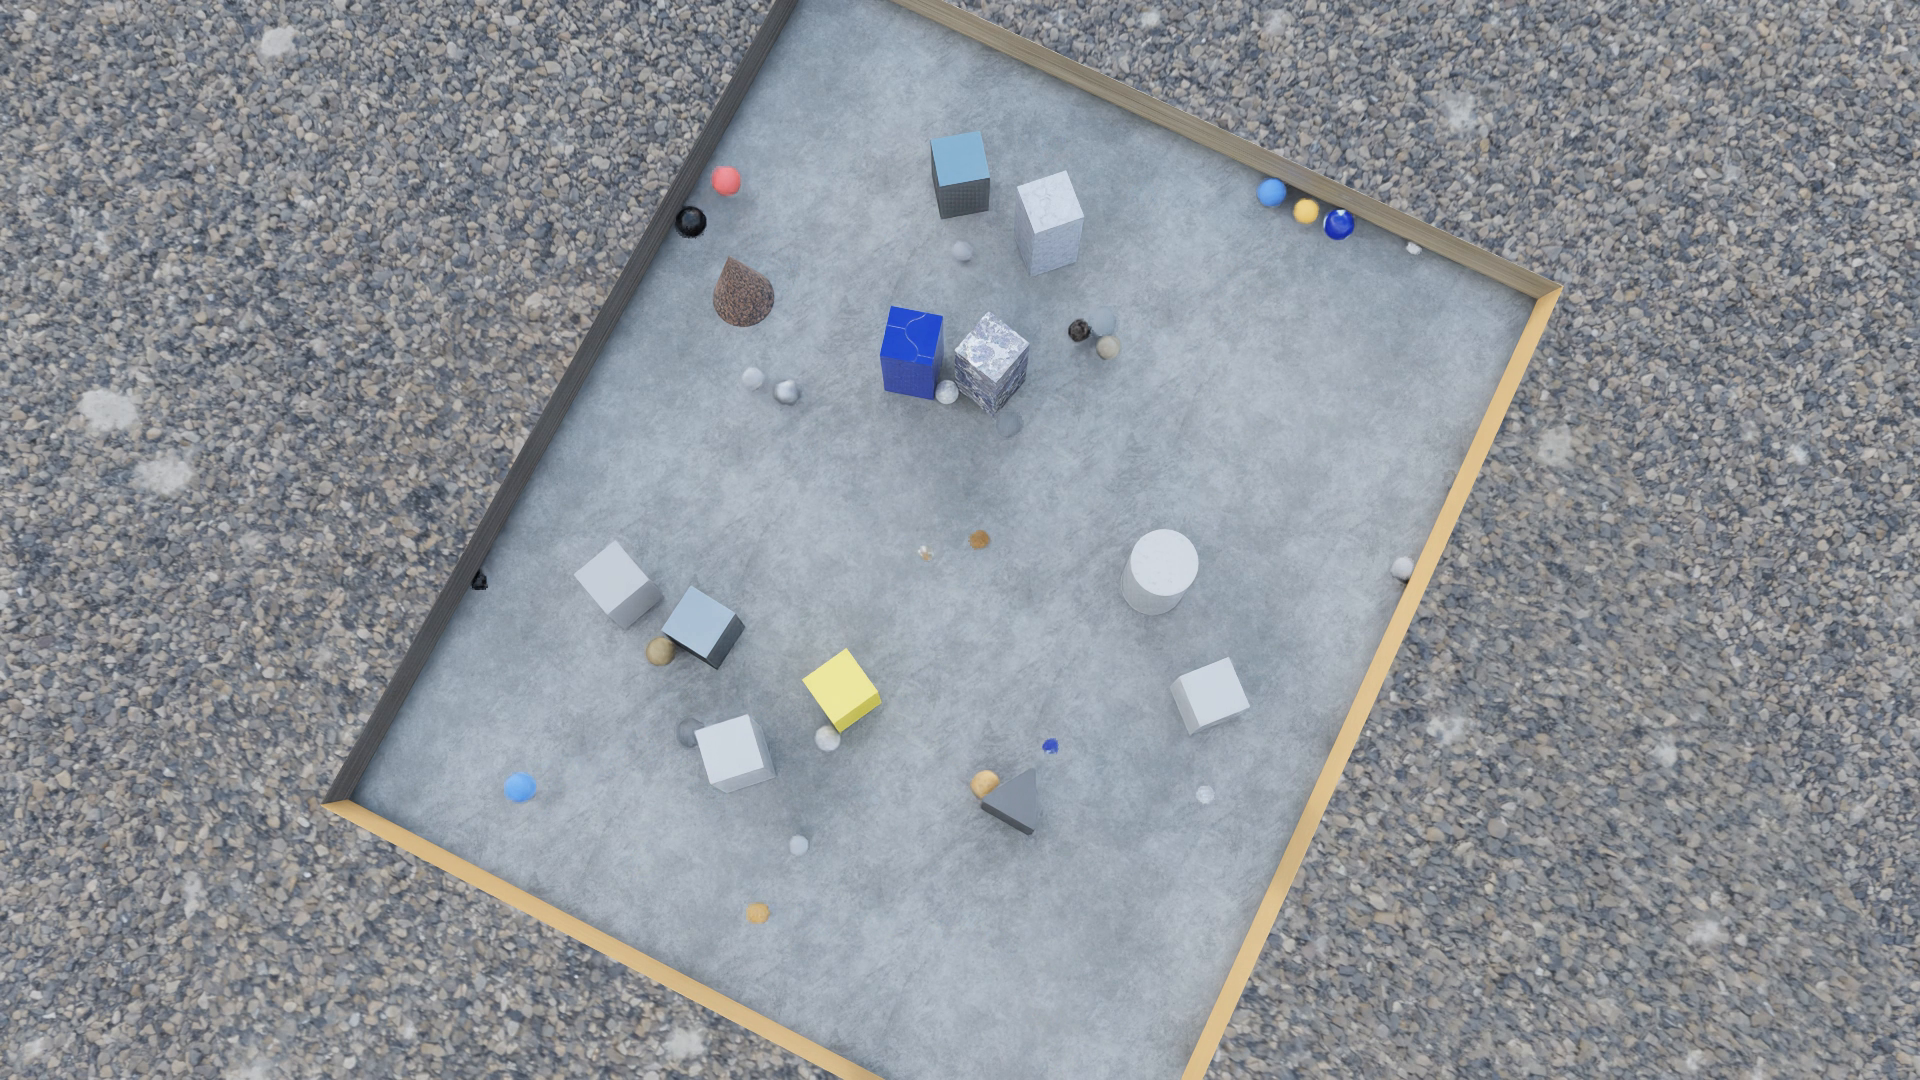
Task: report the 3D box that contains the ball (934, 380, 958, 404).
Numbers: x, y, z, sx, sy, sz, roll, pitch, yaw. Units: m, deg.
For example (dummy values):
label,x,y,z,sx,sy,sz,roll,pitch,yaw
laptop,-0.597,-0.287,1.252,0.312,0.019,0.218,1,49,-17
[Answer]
label,x,y,z,sx,sy,sz,roll,pitch,yaw
ball,-0.041,-0.458,5.673,0.075,0.075,0.075,0,78,0

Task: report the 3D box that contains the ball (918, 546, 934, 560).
label,x,y,z,sx,sy,sz,roll,pitch,yaw
ball,-0.104,0.038,5.586,0.044,0.044,0.044,0,78,0

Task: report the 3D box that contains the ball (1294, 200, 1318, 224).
label,x,y,z,sx,sy,sz,roll,pitch,yaw
ball,1.092,-1.037,5.791,0.078,0.078,0.078,0,78,0

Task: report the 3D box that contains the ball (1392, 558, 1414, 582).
label,x,y,z,sx,sy,sz,roll,pitch,yaw
ball,1.345,0.091,5.562,0.071,0.071,0.071,0,78,0

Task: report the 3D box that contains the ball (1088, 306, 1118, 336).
label,x,y,z,sx,sy,sz,roll,pitch,yaw
ball,0.445,-0.681,5.711,0.092,0.092,0.092,0,78,0

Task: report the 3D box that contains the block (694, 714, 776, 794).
label,x,y,z,sx,sy,sz,roll,pitch,yaw
block,-0.645,0.621,5.302,0.156,0.364,0.156,-18,79,-4

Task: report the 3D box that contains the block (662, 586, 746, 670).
label,x,y,z,sx,sy,sz,roll,pitch,yaw
block,-0.758,0.262,5.431,0.156,0.258,0.156,31,80,6

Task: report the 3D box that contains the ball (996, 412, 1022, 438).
label,x,y,z,sx,sy,sz,roll,pitch,yaw
ball,0.150,-0.357,5.650,0.080,0.080,0.080,0,78,0

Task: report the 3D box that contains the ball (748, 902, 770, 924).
label,x,y,z,sx,sy,sz,roll,pitch,yaw
ball,-0.587,1.092,5.359,0.061,0.061,0.061,0,78,0

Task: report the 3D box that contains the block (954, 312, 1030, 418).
label,x,y,z,sx,sy,sz,roll,pitch,yaw
block,0.094,-0.525,5.531,0.156,0.380,0.156,39,81,7

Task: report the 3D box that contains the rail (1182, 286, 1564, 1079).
label,x,y,z,sx,sy,sz,roll,pitch,yaw
rail,1.151,0.570,5.433,0.045,0.127,3.085,26,80,5

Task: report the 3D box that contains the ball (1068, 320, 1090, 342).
label,x,y,z,sx,sy,sz,roll,pitch,yaw
ball,0.372,-0.652,5.718,0.066,0.066,0.066,0,78,0

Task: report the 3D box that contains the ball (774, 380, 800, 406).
label,x,y,z,sx,sy,sz,roll,pitch,yaw
ball,-0.535,-0.456,5.669,0.082,0.082,0.082,0,78,0

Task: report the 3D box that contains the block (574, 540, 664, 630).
label,x,y,z,sx,sy,sz,roll,pitch,yaw
block,-1.010,0.136,5.445,0.156,0.282,0.156,-40,81,-8

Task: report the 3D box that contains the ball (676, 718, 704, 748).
label,x,y,z,sx,sy,sz,roll,pitch,yaw
ball,-0.801,0.574,5.454,0.086,0.086,0.086,0,78,0

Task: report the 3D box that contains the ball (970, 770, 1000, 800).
label,x,y,z,sx,sy,sz,roll,pitch,yaw
ball,0.074,0.726,5.423,0.085,0.085,0.085,0,78,0

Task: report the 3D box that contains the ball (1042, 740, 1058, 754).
label,x,y,z,sx,sy,sz,roll,pitch,yaw
ball,0.268,0.618,5.466,0.045,0.045,0.045,0,78,0

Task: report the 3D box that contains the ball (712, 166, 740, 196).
label,x,y,z,sx,sy,sz,roll,pitch,yaw
ball,-0.740,-1.135,5.805,0.091,0.091,0.091,0,78,0

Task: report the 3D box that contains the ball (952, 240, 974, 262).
label,x,y,z,sx,sy,sz,roll,pitch,yaw
ball,0.010,-0.910,5.771,0.067,0.067,0.067,0,78,0

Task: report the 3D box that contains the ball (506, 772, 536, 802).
label,x,y,z,sx,sy,sz,roll,pitch,yaw
ball,-1.298,0.730,5.420,0.089,0.089,0.089,0,78,0

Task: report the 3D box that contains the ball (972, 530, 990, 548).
label,x,y,z,sx,sy,sz,roll,pitch,yaw
ball,0.062,-0.003,5.589,0.056,0.056,0.056,0,78,0

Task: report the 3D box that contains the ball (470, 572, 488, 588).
label,x,y,z,sx,sy,sz,roll,pitch,yaw
ball,-1.462,0.123,5.565,0.051,0.051,0.051,0,78,0

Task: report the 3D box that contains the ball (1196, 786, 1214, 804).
label,x,y,z,sx,sy,sz,roll,pitch,yaw
ball,0.728,0.755,5.434,0.051,0.051,0.051,0,78,0

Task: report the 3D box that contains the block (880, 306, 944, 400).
label,x,y,z,sx,sy,sz,roll,pitch,yaw
block,-0.142,-0.562,5.547,0.156,0.363,0.156,11,79,2

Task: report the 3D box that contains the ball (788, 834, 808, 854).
label,x,y,z,sx,sy,sz,roll,pitch,yaw
ball,-0.476,0.898,5.401,0.058,0.058,0.058,0,78,0

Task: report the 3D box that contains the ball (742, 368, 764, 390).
label,x,y,z,sx,sy,sz,roll,pitch,yaw
ball,-0.640,-0.501,5.686,0.068,0.068,0.068,0,78,0

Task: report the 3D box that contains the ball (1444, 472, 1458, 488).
label,x,y,z,sx,sy,sz,roll,pitch,yaw
ball,1.510,-0.182,5.629,0.049,0.049,0.049,0,78,0

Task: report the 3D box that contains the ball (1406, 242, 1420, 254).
label,x,y,z,sx,sy,sz,roll,pitch,yaw
ball,1.432,-0.924,5.787,0.041,0.041,0.041,0,78,0

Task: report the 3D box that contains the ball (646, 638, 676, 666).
label,x,y,z,sx,sy,sz,roll,pitch,yaw
ball,-0.898,0.336,5.502,0.087,0.087,0.087,0,78,0

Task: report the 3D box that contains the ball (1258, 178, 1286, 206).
label,x,y,z,sx,sy,sz,roll,pitch,yaw
ball,0.989,-1.099,5.799,0.088,0.088,0.088,0,78,0

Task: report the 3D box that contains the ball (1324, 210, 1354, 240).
label,x,y,z,sx,sy,sz,roll,pitch,yaw
ball,1.194,-0.992,5.772,0.097,0.097,0.097,0,78,0

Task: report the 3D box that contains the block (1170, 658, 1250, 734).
label,x,y,z,sx,sy,sz,roll,pitch,yaw
block,0.733,0.462,5.394,0.156,0.249,0.156,-21,79,-4

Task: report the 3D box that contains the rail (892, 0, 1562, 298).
label,x,y,z,sx,sy,sz,roll,pitch,yaw
rail,0.679,-1.324,5.825,2.621,0.127,0.045,26,80,5

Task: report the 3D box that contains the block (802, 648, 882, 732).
label,x,y,z,sx,sy,sz,roll,pitch,yaw
block,-0.344,0.445,5.386,0.156,0.271,0.156,-35,81,-7

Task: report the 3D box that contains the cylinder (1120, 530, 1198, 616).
label,x,y,z,sx,sy,sz,roll,pitch,yaw
cylinder,0.587,0.099,5.422,0.195,0.341,0.195,0,78,0

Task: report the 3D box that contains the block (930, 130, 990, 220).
label,x,y,z,sx,sy,sz,roll,pitch,yaw
block,0.000,-1.135,5.715,0.156,0.268,0.156,-11,79,-2

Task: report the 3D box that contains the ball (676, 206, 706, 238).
label,x,y,z,sx,sy,sz,roll,pitch,yaw
ball,-0.846,-1.002,5.776,0.095,0.095,0.095,0,78,0

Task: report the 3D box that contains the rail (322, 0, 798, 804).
label,x,y,z,sx,sy,sz,roll,pitch,yaw
rail,-1.151,-0.557,5.666,0.045,0.127,3.085,26,80,5

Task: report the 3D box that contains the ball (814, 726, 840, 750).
label,x,y,z,sx,sy,sz,roll,pitch,yaw
ball,-0.394,0.590,5.456,0.075,0.075,0.075,0,78,0

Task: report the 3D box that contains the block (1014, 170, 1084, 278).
label,x,y,z,sx,sy,sz,roll,pitch,yaw
block,0.269,-0.965,5.623,0.156,0.379,0.156,-19,79,-4

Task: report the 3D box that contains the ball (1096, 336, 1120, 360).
label,x,y,z,sx,sy,sz,roll,pitch,yaw
ball,0.462,-0.598,5.701,0.077,0.077,0.077,0,78,0

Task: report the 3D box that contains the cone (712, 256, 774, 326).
label,x,y,z,sx,sy,sz,roll,pitch,yaw
cone,-0.682,-0.802,5.591,0.195,0.374,0.195,0,78,0

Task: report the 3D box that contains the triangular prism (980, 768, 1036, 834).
label,x,y,z,sx,sy,sz,roll,pitch,yaw
triangular prism,0.170,0.735,5.272,0.169,0.376,0.146,29,80,6

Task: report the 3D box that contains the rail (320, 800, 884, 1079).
label,x,y,z,sx,sy,sz,roll,pitch,yaw
rail,-0.679,1.337,5.274,2.621,0.127,0.045,26,80,5
